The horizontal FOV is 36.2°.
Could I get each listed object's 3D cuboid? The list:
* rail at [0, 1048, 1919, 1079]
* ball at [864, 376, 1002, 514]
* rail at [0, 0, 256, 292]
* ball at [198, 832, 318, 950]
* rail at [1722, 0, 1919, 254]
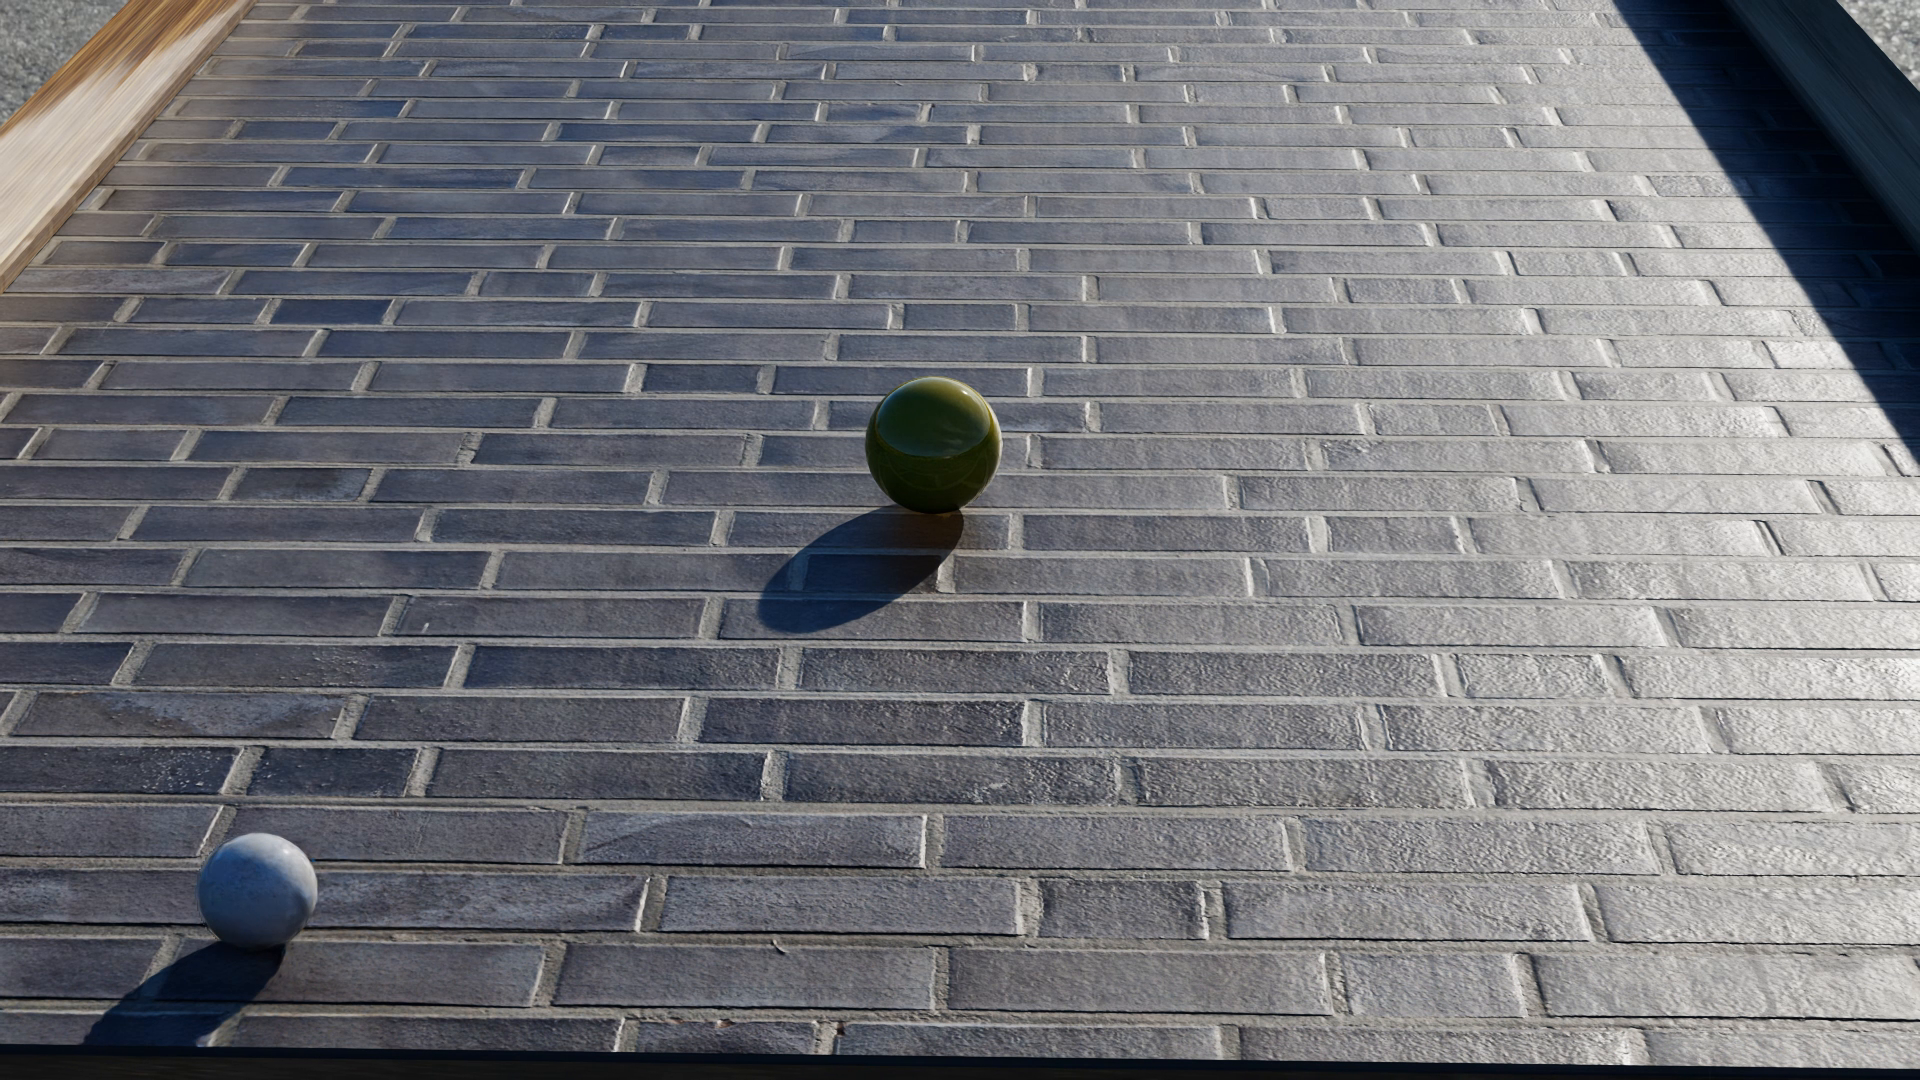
[{"bbox_3d":[-0.014,0.266,1.296,1.598,0.123,0.045,1,26,1],"label":"rail"},{"bbox_3d":[-0.018,-0.065,2.017,0.095,0.095,0.095,0,26,0],"label":"ball"},{"bbox_3d":[-0.760,-0.323,2.516,0.045,0.123,2.724,1,26,1],"label":"rail"},{"bbox_3d":[-0.367,0.184,1.540,0.061,0.061,0.061,0,26,0],"label":"ball"},{"bbox_3d":[0.790,-0.308,2.485,0.045,0.123,2.724,1,26,1],"label":"rail"}]
